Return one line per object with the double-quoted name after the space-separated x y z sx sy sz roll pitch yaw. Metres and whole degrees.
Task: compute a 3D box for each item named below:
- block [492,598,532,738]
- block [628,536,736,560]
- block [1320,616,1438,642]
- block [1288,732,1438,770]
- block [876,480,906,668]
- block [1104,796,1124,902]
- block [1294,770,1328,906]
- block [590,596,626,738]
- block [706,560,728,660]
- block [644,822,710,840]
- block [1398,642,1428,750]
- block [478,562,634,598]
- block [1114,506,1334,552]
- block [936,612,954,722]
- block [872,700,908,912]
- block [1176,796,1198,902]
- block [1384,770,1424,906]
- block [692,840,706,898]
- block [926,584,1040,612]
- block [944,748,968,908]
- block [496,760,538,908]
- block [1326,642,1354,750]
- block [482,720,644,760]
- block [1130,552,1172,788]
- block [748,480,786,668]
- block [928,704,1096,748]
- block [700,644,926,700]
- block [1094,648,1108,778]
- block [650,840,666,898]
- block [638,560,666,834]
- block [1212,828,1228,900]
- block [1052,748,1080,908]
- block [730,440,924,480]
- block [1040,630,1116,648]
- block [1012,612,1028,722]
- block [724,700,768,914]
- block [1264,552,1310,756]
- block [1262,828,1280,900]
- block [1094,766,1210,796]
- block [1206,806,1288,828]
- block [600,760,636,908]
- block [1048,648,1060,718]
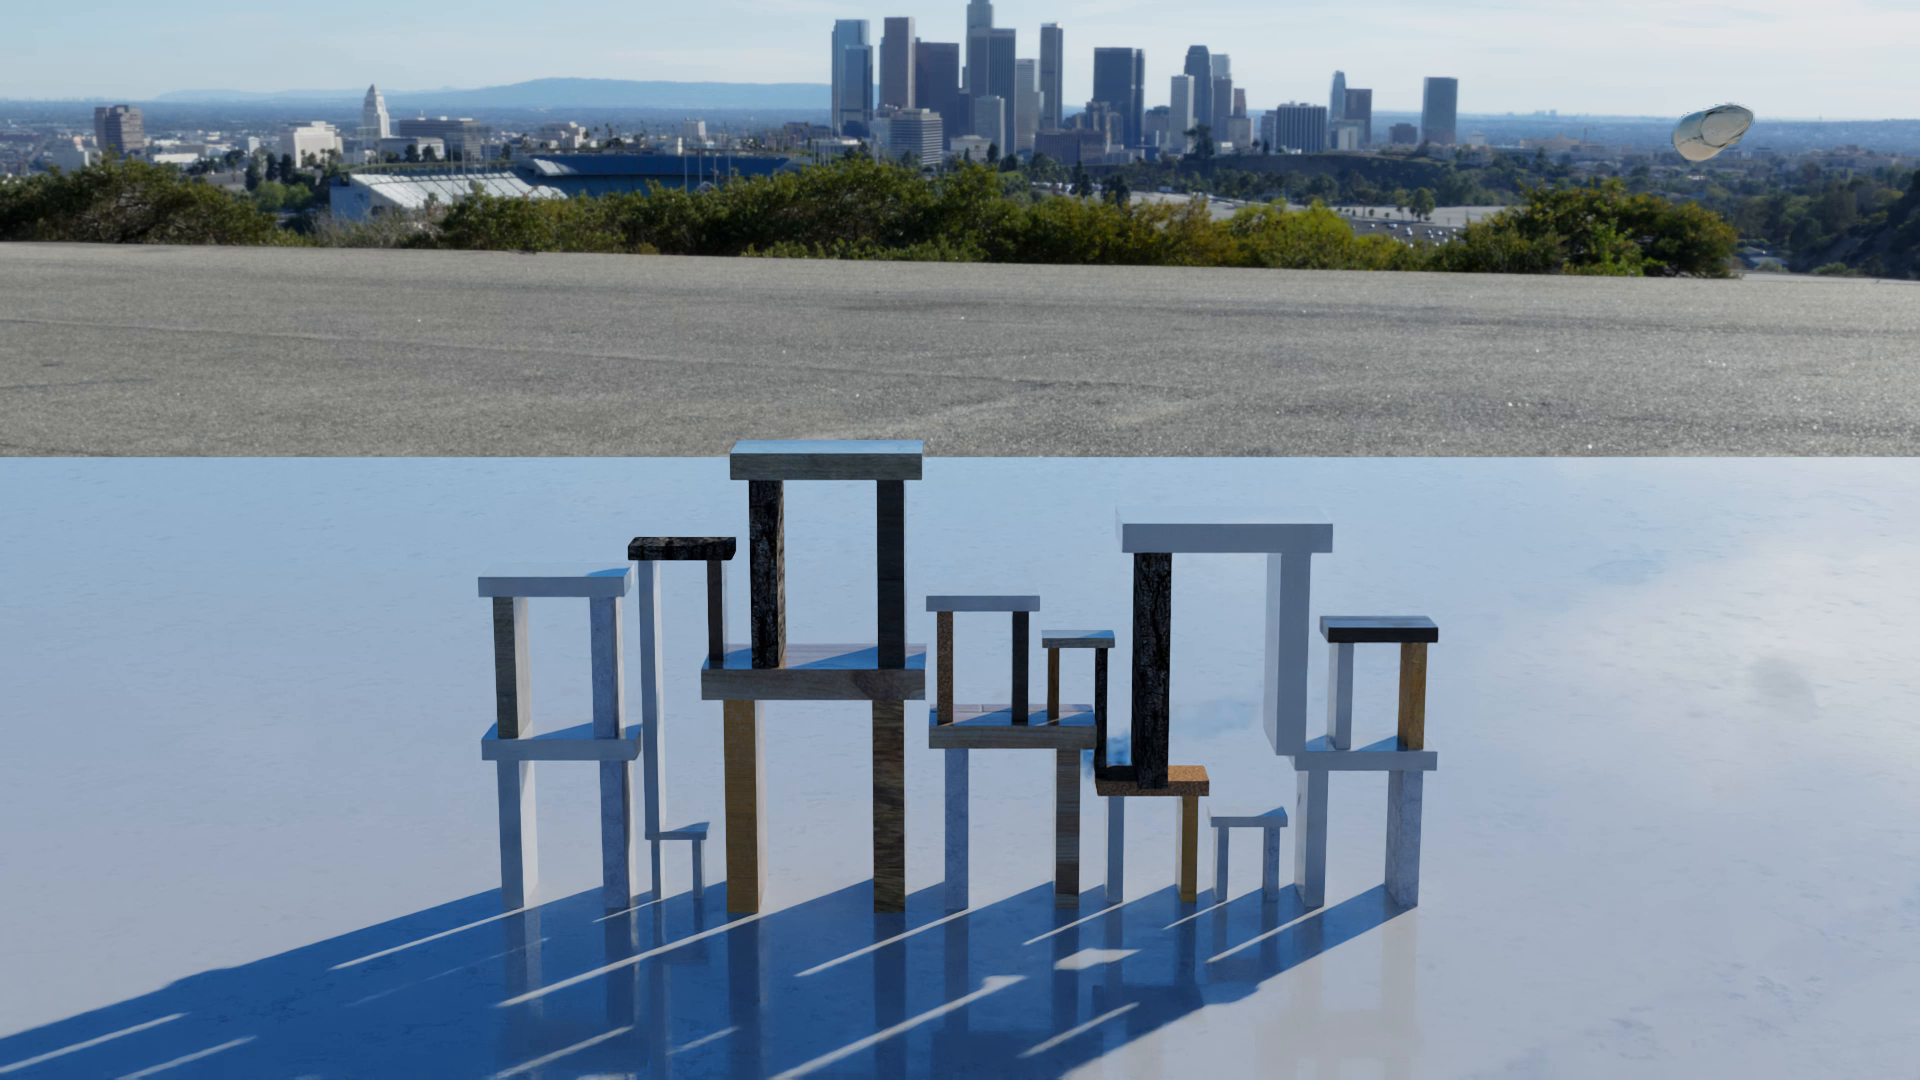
-0.732 0.195 3.598 0.033 0.233 0.117 0 11 0 "block"
-0.450 0.014 3.567 0.166 0.023 0.083 0 11 0 "block"
0.682 0.145 3.584 0.177 0.025 0.089 0 11 0 "block"
0.658 0.348 3.621 0.230 0.033 0.115 0 11 0 "block"
-0.110 0.041 3.564 0.043 0.302 0.151 0 11 0 "block"
0.256 0.500 3.656 0.026 0.182 0.091 0 11 0 "block"
0.582 0.477 3.645 0.033 0.230 0.115 0 11 0 "block"
-0.576 0.195 3.598 0.033 0.233 0.117 0 11 0 "block"
-0.394 0.107 3.584 0.023 0.166 0.083 0 11 0 "block"
-0.469 0.483 3.649 0.102 0.014 0.051 0 11 0 "block"
0.741 0.245 3.602 0.025 0.177 0.089 0 11 0 "block"
-0.654 0.064 3.574 0.233 0.033 0.117 0 11 0 "block"
0.422 -0.018 3.554 0.332 0.047 0.166 0 11 0 "block"
-0.024 0.196 3.594 0.026 0.183 0.091 0 11 0 "block"
-0.115 0.415 3.633 0.051 0.357 0.179 0 11 0 "block"
0.377 0.500 3.656 0.026 0.182 0.091 0 11 0 "block"
0.735 0.477 3.645 0.033 0.230 0.115 0 11 0 "block"
-0.435 0.540 3.660 0.014 0.102 0.051 0 11 0 "block"
0.037 0.094 3.575 0.183 0.026 0.091 0 11 0 "block"
-0.005 0.458 3.640 0.038 0.271 0.135 0 11 0 "block"
-0.732 0.468 3.643 0.035 0.249 0.125 0 11 0 "block"
0.623 0.245 3.602 0.025 0.177 0.089 0 11 0 "block"
-0.649 0.328 3.617 0.249 0.035 0.125 0 11 0 "block"
0.312 0.196 3.593 0.047 0.388 0.166 0 11 0 "block"
-0.312 0.041 3.564 0.043 0.302 0.151 0 11 0 "block"
0.085 0.306 3.612 0.271 0.038 0.135 0 11 0 "block"
-0.234 0.214 3.596 0.357 0.051 0.179 0 11 0 "block"
0.231 0.278 3.613 0.017 0.220 0.059 0 11 0 "block"
-0.502 0.540 3.660 0.014 0.102 0.051 0 11 0 "block"
-0.505 0.250 3.611 0.023 0.457 0.083 0 11 0 "block"
0.433 0.528 3.657 0.018 0.126 0.063 0 11 0 "block"
0.175 0.458 3.640 0.038 0.271 0.135 0 11 0 "block"
-0.211 -0.129 3.533 0.302 0.043 0.151 0 11 0 "block"
0.192 0.161 3.592 0.118 0.017 0.059 0 11 0 "block"
0.098 0.196 3.594 0.026 0.183 0.091 0 11 0 "block"
-0.353 0.415 3.633 0.051 0.357 0.179 0 11 0 "block"
0.532 0.169 3.589 0.047 0.332 0.166 0 11 0 "block"
0.517 0.528 3.657 0.018 0.126 0.063 0 11 0 "block"
0.316 0.398 3.637 0.182 0.026 0.091 0 11 0 "block"
0.475 0.457 3.644 0.126 0.018 0.063 0 11 0 "block"
-0.566 0.468 3.643 0.035 0.249 0.125 0 11 0 "block"
0.153 0.228 3.604 0.017 0.118 0.059 0 11 0 "block"
